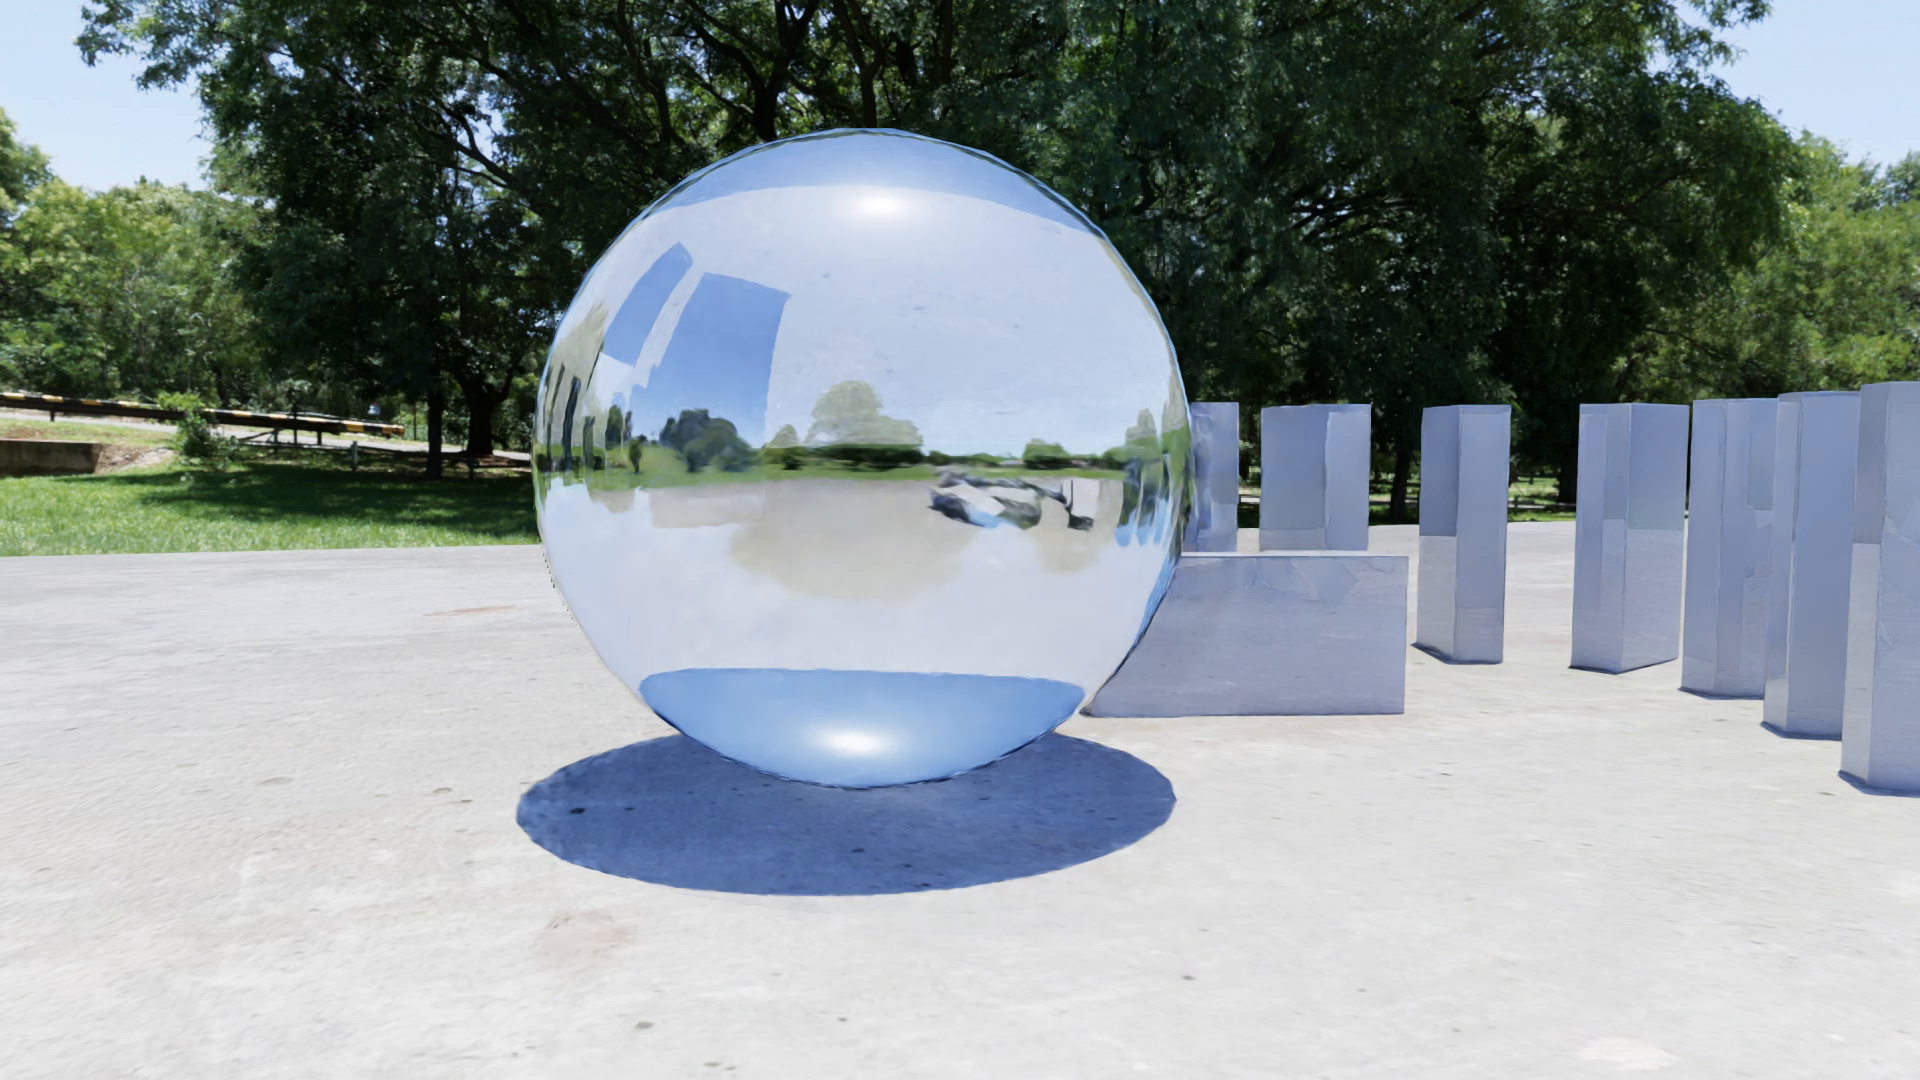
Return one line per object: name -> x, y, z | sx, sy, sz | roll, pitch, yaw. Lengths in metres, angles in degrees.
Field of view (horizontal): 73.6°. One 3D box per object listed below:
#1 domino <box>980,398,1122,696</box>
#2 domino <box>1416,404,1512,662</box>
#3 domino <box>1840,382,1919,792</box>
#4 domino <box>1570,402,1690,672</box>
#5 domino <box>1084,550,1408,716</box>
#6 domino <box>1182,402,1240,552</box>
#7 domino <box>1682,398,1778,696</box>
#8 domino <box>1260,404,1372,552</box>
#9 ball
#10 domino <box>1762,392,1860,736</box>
domino -> 0.016, 0.000, 0.227 | 0.010, 0.050, 0.025 | -4, 6, -44
domino -> 0.102, -0.002, 0.261 | 0.010, 0.050, 0.025 | 0, 4, 4
domino -> 0.126, 0.006, 0.158 | 0.025, 0.050, 0.009 | 1, 4, 17
domino -> 0.130, -0.001, 0.249 | 0.025, 0.050, 0.010 | -3, 6, -39
domino -> 0.045, 0.015, 0.206 | 0.050, 0.025, 0.010 | 0, 4, -3
domino -> 0.041, -0.001, 0.246 | 0.009, 0.050, 0.025 | -2, 5, -28
domino -> 0.139, 0.001, 0.219 | 0.025, 0.050, 0.010 | 0, 4, -1
domino -> 0.071, -0.002, 0.257 | 0.009, 0.050, 0.025 | -1, 4, -16
ball -> -0.011, -0.009, 0.160 | 0.080, 0.080, 0.080 | 0, 4, 0
domino -> 0.135, 0.003, 0.188 | 0.025, 0.050, 0.010 | 1, 4, 14
